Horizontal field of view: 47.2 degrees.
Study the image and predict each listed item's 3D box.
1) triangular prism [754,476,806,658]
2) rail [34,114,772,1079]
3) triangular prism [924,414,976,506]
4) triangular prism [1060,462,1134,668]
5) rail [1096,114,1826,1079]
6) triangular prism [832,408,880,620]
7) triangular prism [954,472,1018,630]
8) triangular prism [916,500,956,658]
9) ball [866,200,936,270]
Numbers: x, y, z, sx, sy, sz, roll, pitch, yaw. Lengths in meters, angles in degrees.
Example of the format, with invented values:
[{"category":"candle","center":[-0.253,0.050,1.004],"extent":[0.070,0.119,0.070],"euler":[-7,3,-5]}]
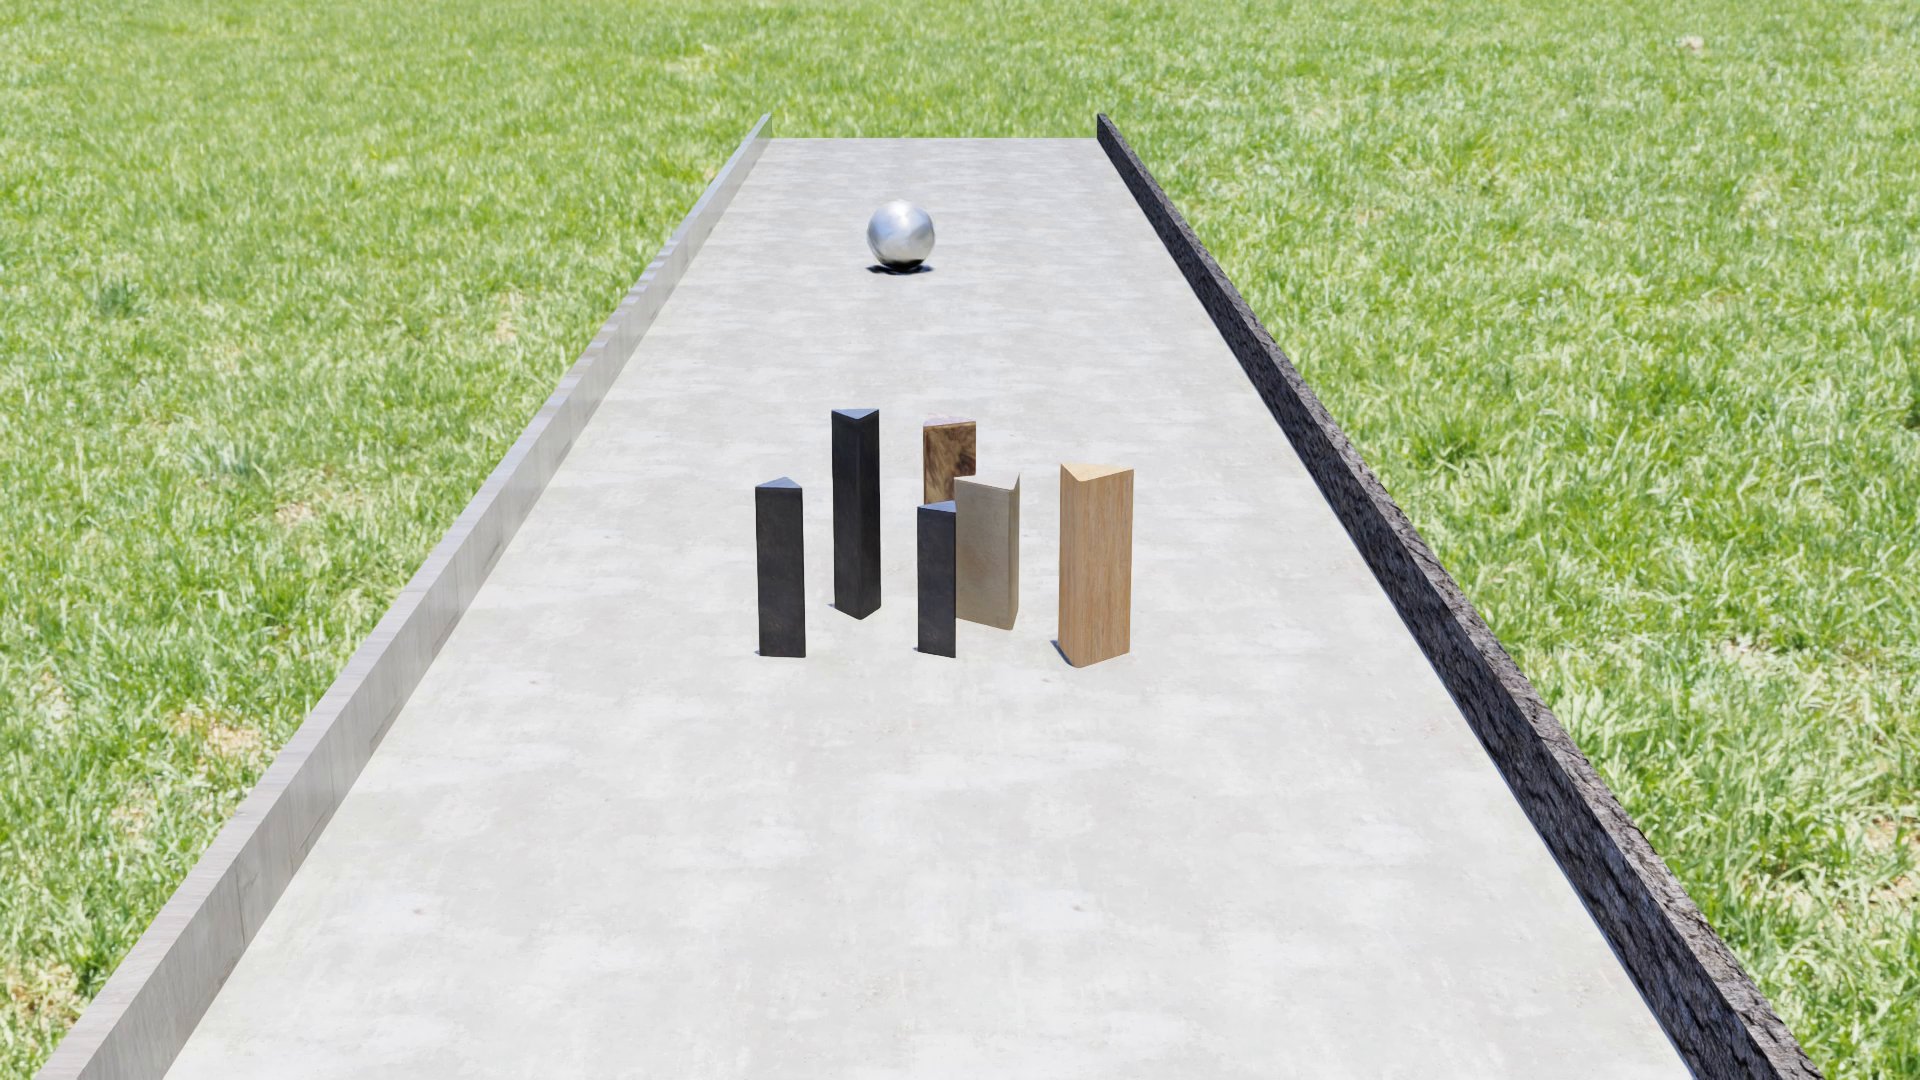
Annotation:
[{"category":"triangular prism","center":[-0.354,0.054,4.422],"extent":[0.094,0.355,0.081],"euler":[2,17,6]},{"category":"rail","center":[-1.118,-0.838,7.780],"extent":[0.050,0.150,12.000],"euler":[0,17,-1]},{"category":"triangular prism","center":[-0.045,-0.093,4.896],"extent":[0.127,0.367,0.110],"euler":[-8,18,-25]},{"category":"triangular prism","center":[0.246,0.043,4.408],"extent":[0.149,0.385,0.129],"euler":[-14,22,-40]},{"category":"rail","center":[0.932,-0.844,7.801],"extent":[0.050,0.150,12.000],"euler":[0,17,-1]},{"category":"triangular prism","center":[-0.205,-0.059,4.656],"extent":[0.086,0.438,0.100],"euler":[-12,20,-34]},{"category":"triangular prism","center":[0.085,0.015,4.639],"extent":[0.148,0.306,0.128],"euler":[12,20,35]},{"category":"triangular prism","center":[-0.030,0.076,4.434],"extent":[0.087,0.306,0.075],"euler":[9,19,27]},{"category":"ball","center":[-0.238,-1.232,8.880],"extent":[0.278,0.278,0.278],"euler":[0,17,0]}]
